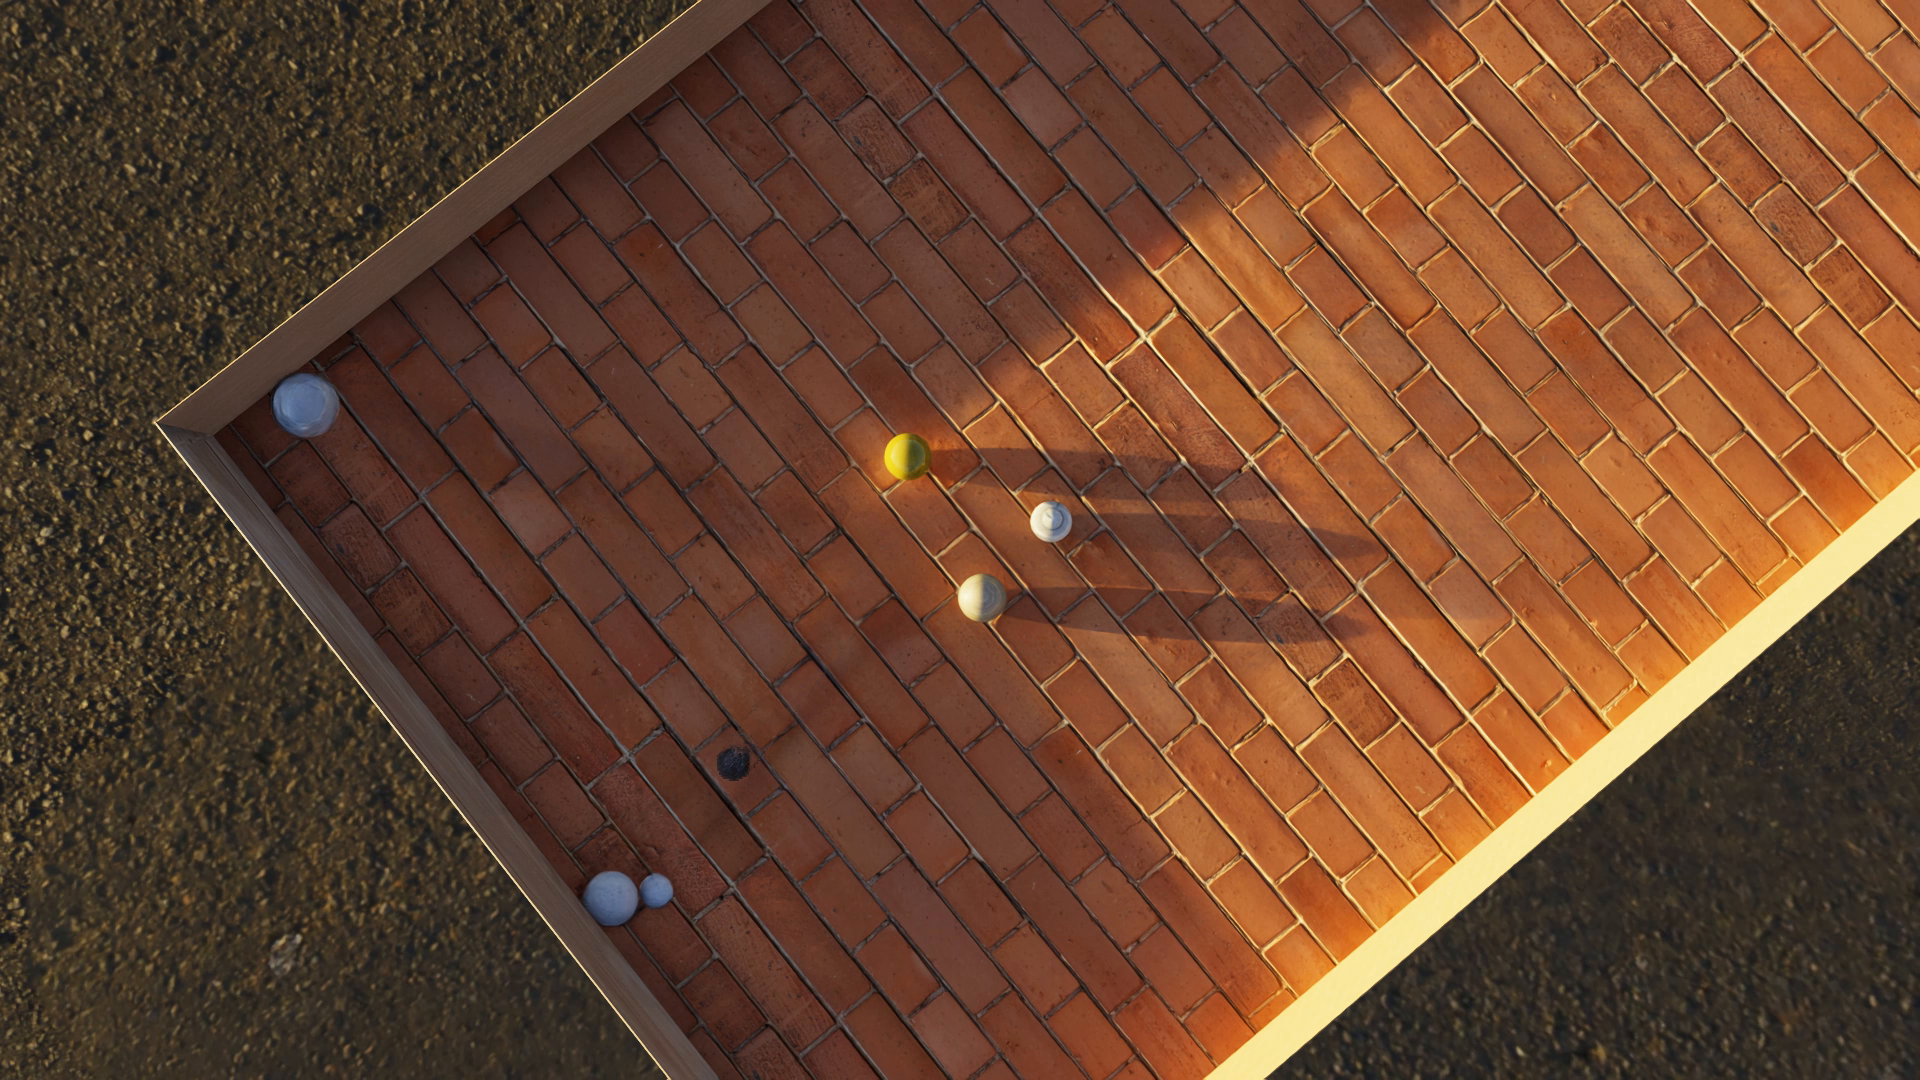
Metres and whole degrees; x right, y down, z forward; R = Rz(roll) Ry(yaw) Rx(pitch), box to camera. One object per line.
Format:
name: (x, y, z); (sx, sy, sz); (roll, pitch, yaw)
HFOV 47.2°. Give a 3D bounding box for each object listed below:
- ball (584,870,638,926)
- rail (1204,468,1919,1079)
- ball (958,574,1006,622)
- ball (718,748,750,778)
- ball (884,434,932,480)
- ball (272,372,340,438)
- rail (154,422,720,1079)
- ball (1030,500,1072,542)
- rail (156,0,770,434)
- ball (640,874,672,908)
ball: (-0.506, 0.519, 3.188); (0.079, 0.079, 0.079); (0, 82, 0)
rail: (1.159, 0.135, 3.219); (3.221, 0.125, 0.045); (-39, 84, -5)
ball: (0.033, 0.086, 3.254); (0.072, 0.072, 0.072); (0, 82, 0)
ball: (-0.332, 0.328, 3.232); (0.046, 0.046, 0.046); (0, 82, 0)
ball: (-0.077, -0.124, 3.285); (0.071, 0.071, 0.071); (0, 82, 0)
ball: (-0.977, -0.201, 3.283); (0.096, 0.096, 0.096); (0, 82, 0)
rail: (-0.604, 0.487, 3.168); (0.045, 0.125, 1.737); (-39, 84, -5)
ball: (0.136, -0.027, 3.276); (0.062, 0.062, 0.062); (0, 82, 0)
rail: (0.085, -1.157, 3.406); (3.221, 0.125, 0.045); (-39, 84, -5)
ball: (-0.443, 0.511, 3.205); (0.048, 0.048, 0.048); (0, 82, 0)
